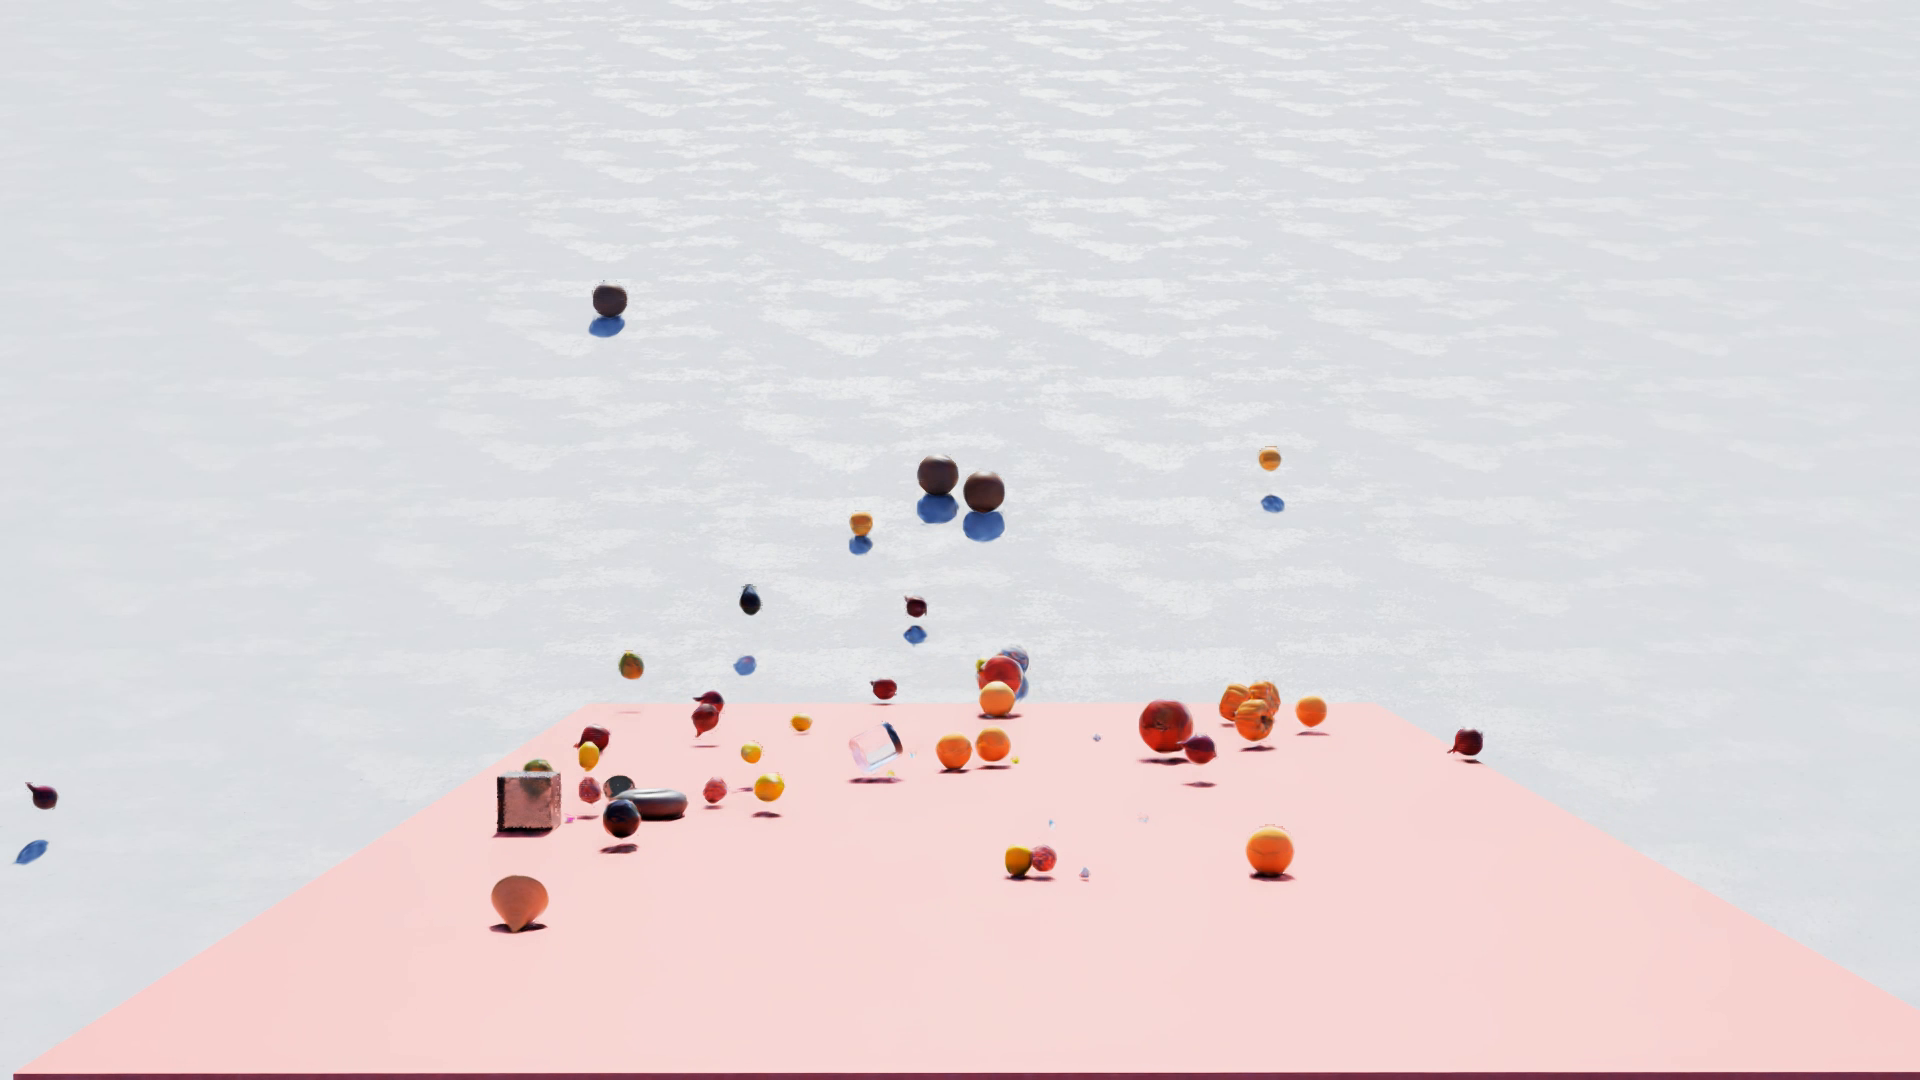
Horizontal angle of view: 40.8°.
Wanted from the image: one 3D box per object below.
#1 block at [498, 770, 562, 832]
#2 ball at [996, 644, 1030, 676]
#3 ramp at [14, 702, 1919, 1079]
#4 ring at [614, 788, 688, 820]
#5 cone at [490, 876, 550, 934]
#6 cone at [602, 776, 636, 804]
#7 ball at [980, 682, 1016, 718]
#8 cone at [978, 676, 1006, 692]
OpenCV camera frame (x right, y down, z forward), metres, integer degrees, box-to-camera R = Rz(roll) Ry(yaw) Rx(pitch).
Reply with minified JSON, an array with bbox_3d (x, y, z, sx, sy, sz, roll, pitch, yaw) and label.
[{"bbox_3d":[-0.716,0.435,4.292,0.090,0.090,0.090,0,2,2],"label":"block"},{"bbox_3d":[0.142,0.320,6.869,0.088,0.088,0.088,0,25,0],"label":"ball"},{"bbox_3d":[0.058,0.522,4.560,2.000,0.100,4.000,0,2,0],"label":"ramp"},{"bbox_3d":[-0.533,0.454,4.442,0.129,0.043,0.129,-1,1,0],"label":"ring"},{"bbox_3d":[-0.576,0.489,3.355,0.076,0.076,0.076,-1,28,-3],"label":"cone"},{"bbox_3d":[-0.605,0.458,4.574,0.059,0.059,0.059,-2,29,-5],"label":"cone"},{"bbox_3d":[0.089,0.382,6.190,0.086,0.086,0.086,0,25,0],"label":"ball"},{"bbox_3d":[0.070,0.384,6.615,0.069,0.069,0.069,-1,19,-45],"label":"cone"}]
